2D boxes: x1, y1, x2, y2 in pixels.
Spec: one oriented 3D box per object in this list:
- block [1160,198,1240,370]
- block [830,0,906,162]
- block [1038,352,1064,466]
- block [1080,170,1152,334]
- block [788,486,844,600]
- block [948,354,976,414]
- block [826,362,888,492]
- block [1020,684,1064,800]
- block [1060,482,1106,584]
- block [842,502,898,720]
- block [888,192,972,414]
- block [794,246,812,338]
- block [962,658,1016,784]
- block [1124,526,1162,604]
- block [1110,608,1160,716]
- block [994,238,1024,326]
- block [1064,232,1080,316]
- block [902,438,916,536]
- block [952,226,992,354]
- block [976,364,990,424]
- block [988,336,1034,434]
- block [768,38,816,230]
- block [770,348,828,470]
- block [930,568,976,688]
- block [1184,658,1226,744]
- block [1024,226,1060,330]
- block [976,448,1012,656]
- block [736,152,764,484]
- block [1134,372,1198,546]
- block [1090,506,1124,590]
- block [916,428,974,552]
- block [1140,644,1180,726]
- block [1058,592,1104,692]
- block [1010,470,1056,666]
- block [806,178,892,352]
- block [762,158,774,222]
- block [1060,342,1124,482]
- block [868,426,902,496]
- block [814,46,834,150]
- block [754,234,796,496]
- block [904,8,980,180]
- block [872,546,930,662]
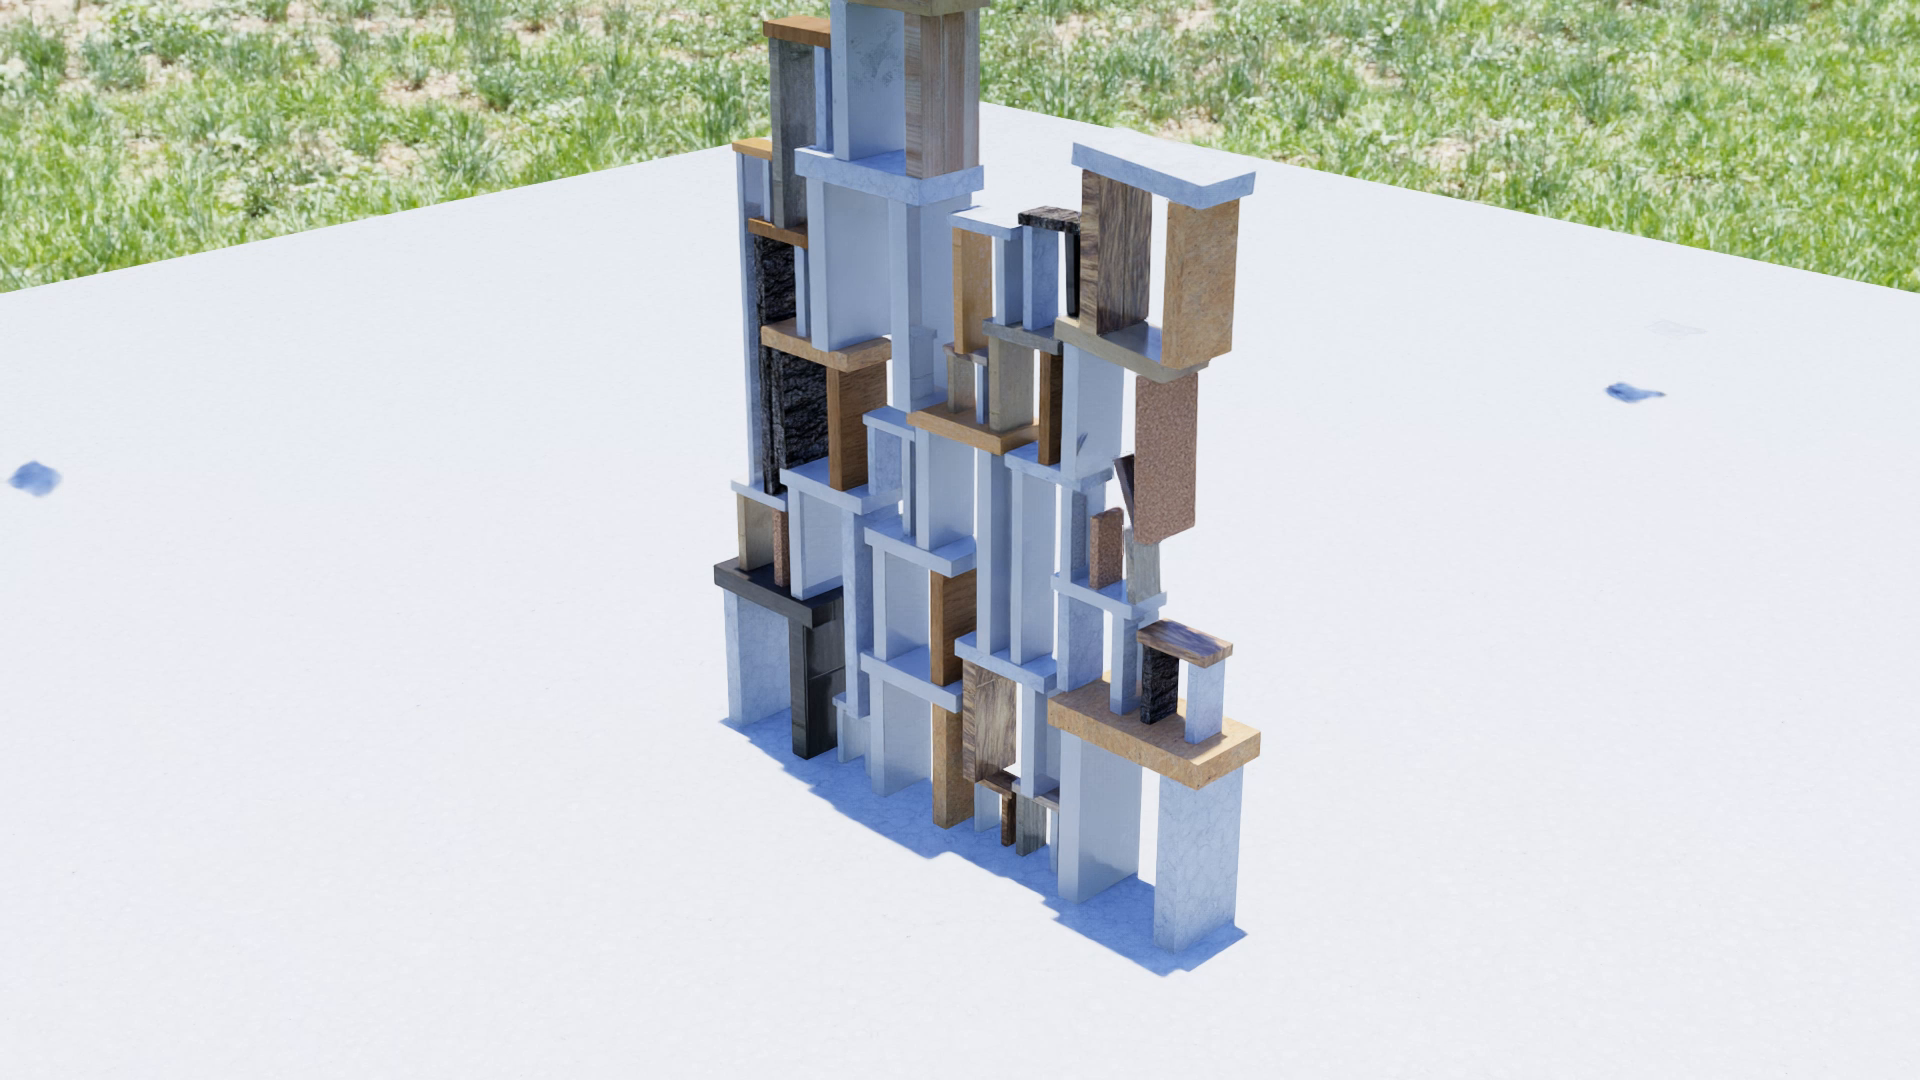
[{"bbox_3d":[0.395,-0.429,3.610,0.138,0.275,0.039,-22,32,-40],"label":"block"},{"bbox_3d":[-0.167,-0.853,4.035,0.145,0.290,0.041,-22,31,-40],"label":"block"},{"bbox_3d":[0.181,-0.245,3.924,0.026,0.212,0.091,21,31,39],"label":"block"},{"bbox_3d":[0.264,-0.498,3.721,0.039,0.275,0.138,21,31,40],"label":"block"},{"bbox_3d":[-0.294,-0.009,4.539,0.035,0.246,0.123,21,31,41],"label":"block"},{"bbox_3d":[0.003,-0.296,4.095,0.057,0.114,0.016,-22,31,-40],"label":"block"},{"bbox_3d":[-0.201,-0.234,4.339,0.127,0.254,0.036,-21,31,-40],"label":"block"},{"bbox_3d":[0.169,0.367,4.202,0.033,0.234,0.117,21,31,41],"label":"block"},{"bbox_3d":[0.222,-0.022,3.971,0.091,0.183,0.026,-21,31,-41],"label":"block"},{"bbox_3d":[-0.178,0.136,4.474,0.123,0.461,0.035,-21,31,-40],"label":"block"},{"bbox_3d":[-0.052,-0.450,4.093,0.167,0.401,0.047,-22,31,-40],"label":"block"},{"bbox_3d":[-0.279,-0.495,4.308,0.090,0.181,0.026,-21,31,-40],"label":"block"},{"bbox_3d":[0.059,0.336,4.308,0.033,0.261,0.117,21,31,41],"label":"block"},{"bbox_3d":[0.323,0.037,3.887,0.069,0.138,0.020,-21,25,-40],"label":"block"},{"bbox_3d":[0.316,0.211,3.977,0.098,0.195,0.028,-21,31,-41],"label":"block"},{"bbox_3d":[0.098,-0.467,3.909,0.022,0.158,0.079,20,30,41],"label":"block"},{"bbox_3d":[0.214,-0.466,3.799,0.071,0.142,0.020,-21,28,-41],"label":"block"},{"bbox_3d":[-0.079,-0.111,4.267,0.020,0.202,0.072,21,31,40],"label":"block"},{"bbox_3d":[0.024,-0.460,3.992,0.079,0.235,0.022,-22,30,-40],"label":"block"},{"bbox_3d":[0.056,-0.275,4.045,0.057,0.114,0.016,-22,31,-40],"label":"block"},{"bbox_3d":[0.094,-0.291,3.996,0.091,0.182,0.026,-22,31,-40],"label":"block"},{"bbox_3d":[-0.318,-0.787,4.229,0.027,0.366,0.096,20,30,39],"label":"block"},{"bbox_3d":[-0.319,-0.280,4.450,0.127,0.254,0.036,-22,31,-40],"label":"block"},{"bbox_3d":[-0.003,0.156,4.293,0.034,0.241,0.121,21,31,40],"label":"block"},{"bbox_3d":[0.432,0.276,3.875,0.022,0.155,0.077,21,31,41],"label":"block"},{"bbox_3d":[0.143,-0.467,3.873,0.020,0.186,0.071,20,30,41],"label":"block"},{"bbox_3d":[0.088,0.008,4.138,0.035,0.410,0.123,21,31,41],"label":"block"},{"bbox_3d":[-0.414,-0.448,4.480,0.062,0.701,0.017,-21,31,-41],"label":"block"},{"bbox_3d":[0.353,-0.150,3.771,0.123,0.298,0.035,-21,29,-40],"label":"block"},{"bbox_3d":[0.263,0.015,3.942,0.069,0.138,0.020,-21,31,-40],"label":"block"},{"bbox_3d":[-0.028,-0.113,4.214,0.123,0.247,0.035,-21,31,-41],"label":"block"},{"bbox_3d":[0.359,0.248,3.942,0.022,0.155,0.077,21,31,41],"label":"block"},{"bbox_3d":[0.223,0.175,4.063,0.028,0.195,0.098,20,30,41],"label":"block"},{"bbox_3d":[0.137,0.041,4.088,0.026,0.389,0.091,21,31,40],"label":"block"},{"bbox_3d":[-0.211,-0.543,4.224,0.167,0.334,0.047,-22,31,-40],"label":"block"},{"bbox_3d":[-0.356,-0.691,4.313,0.062,0.123,0.017,-21,32,-40],"label":"block"},{"bbox_3d":[0.234,-0.239,3.866,0.035,0.247,0.123,21,31,40],"label":"block"},{"bbox_3d":[-0.148,-0.164,4.317,0.072,0.143,0.020,-21,31,-40],"label":"block"},{"bbox_3d":[-0.225,-0.832,4.111,0.027,0.192,0.096,22,32,40],"label":"block"},{"bbox_3d":[-0.365,-0.360,4.462,0.090,0.552,0.026,-21,31,-40],"label":"block"},{"bbox_3d":[-0.031,-0.799,3.909,0.145,0.290,0.041,-22,31,-40],"label":"block"},{"bbox_3d":[-0.117,0.111,4.398,0.034,0.241,0.121,21,31,40],"label":"block"}]
